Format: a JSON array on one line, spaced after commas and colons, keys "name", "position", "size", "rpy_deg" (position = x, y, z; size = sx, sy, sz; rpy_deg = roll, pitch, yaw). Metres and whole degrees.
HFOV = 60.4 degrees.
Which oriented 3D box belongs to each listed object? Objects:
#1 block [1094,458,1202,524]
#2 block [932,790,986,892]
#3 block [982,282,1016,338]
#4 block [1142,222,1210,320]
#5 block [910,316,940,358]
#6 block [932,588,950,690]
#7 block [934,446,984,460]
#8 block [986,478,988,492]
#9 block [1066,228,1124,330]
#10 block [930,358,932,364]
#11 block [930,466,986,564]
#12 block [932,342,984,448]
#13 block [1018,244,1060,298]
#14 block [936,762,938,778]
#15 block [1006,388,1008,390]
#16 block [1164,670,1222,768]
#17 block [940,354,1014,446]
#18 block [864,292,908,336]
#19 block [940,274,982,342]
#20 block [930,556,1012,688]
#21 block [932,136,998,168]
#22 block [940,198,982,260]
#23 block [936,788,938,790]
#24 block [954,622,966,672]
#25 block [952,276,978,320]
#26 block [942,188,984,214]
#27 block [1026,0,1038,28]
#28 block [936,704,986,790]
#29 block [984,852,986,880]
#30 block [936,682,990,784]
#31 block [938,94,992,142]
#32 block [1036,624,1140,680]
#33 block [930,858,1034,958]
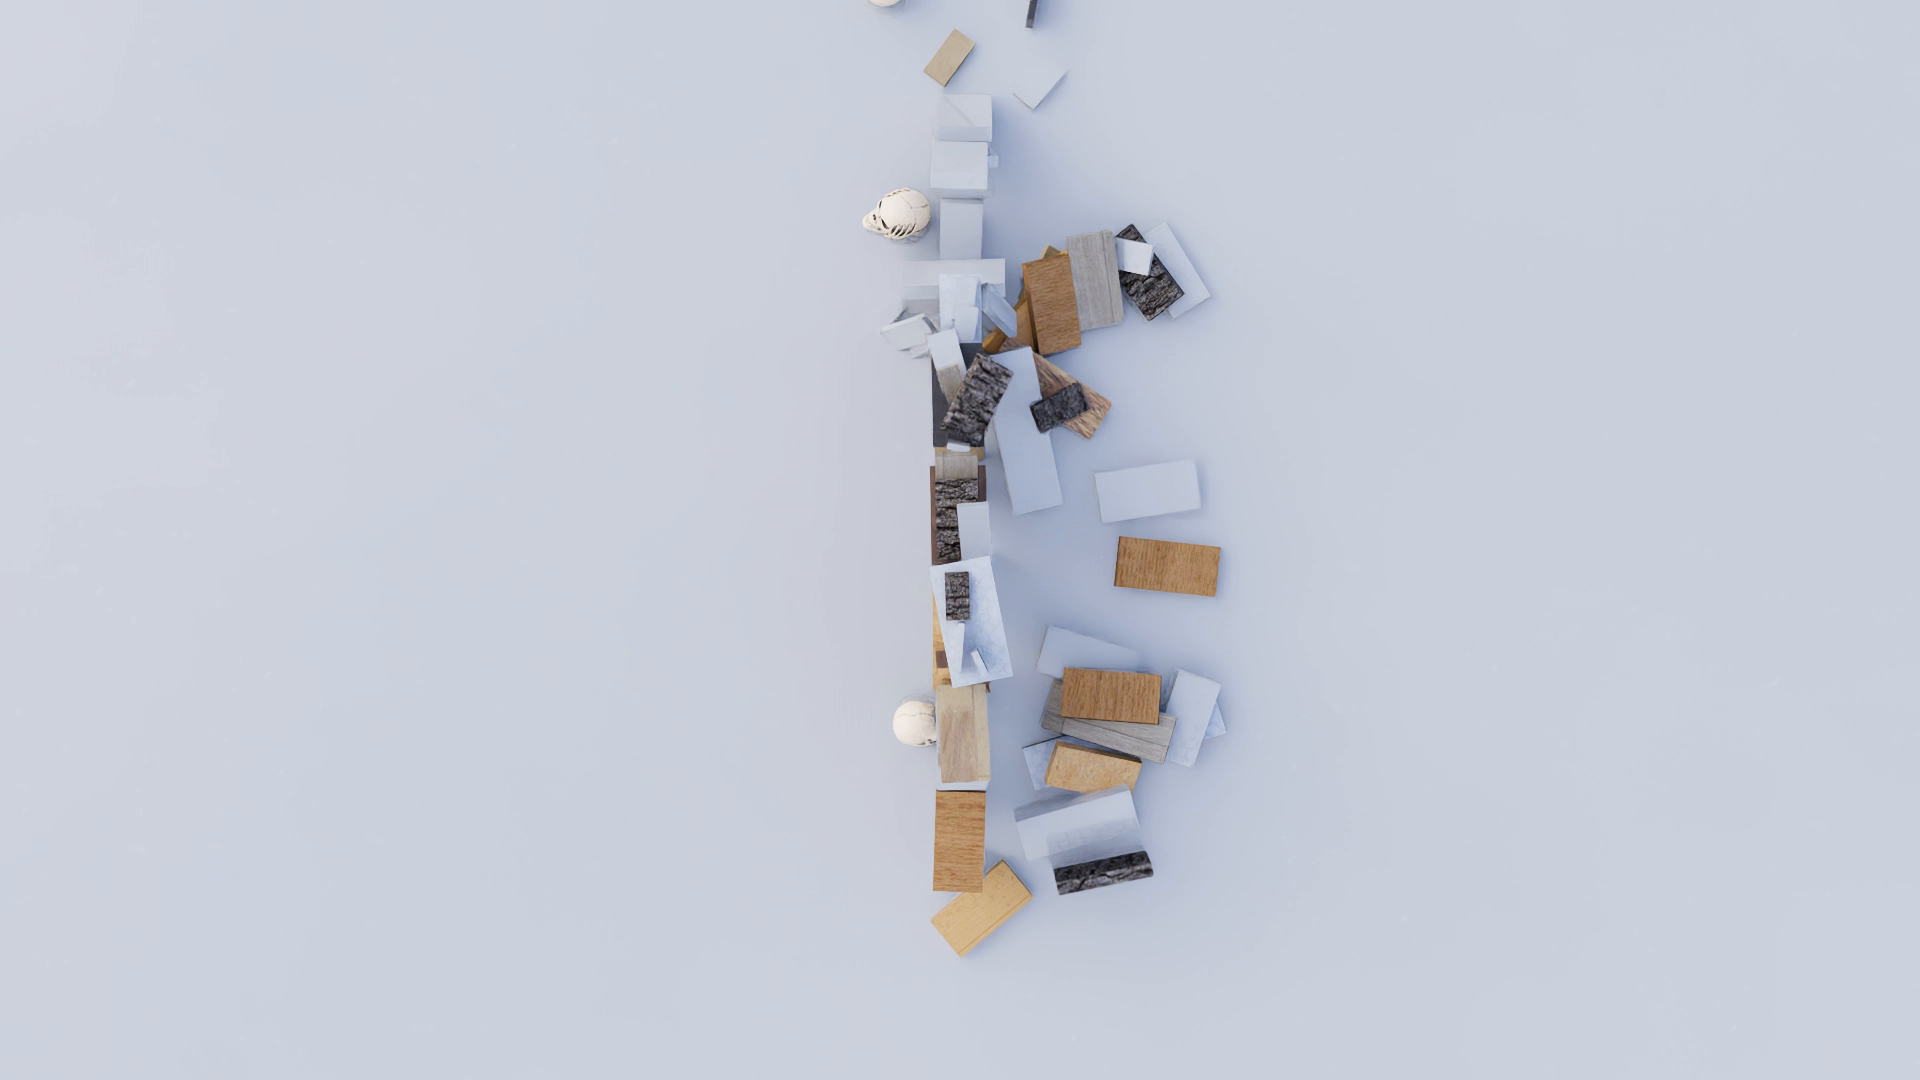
[{"name": "block", "position": [0.622, -0.163, 5.476], "size": [0.333, 0.047, 0.167], "rpy_deg": [-9, 90, 0]}, {"name": "block", "position": [-0.002, 0.942, 5.166], "size": [0.156, 0.044, 0.311], "rpy_deg": [2, 90, 0]}, {"name": "block", "position": [0.125, -0.738, 5.301], "size": [0.027, 0.189, 0.095], "rpy_deg": [-15, 59, 26]}, {"name": "block", "position": [0.694, -0.894, 5.480], "size": [0.144, 0.041, 0.288], "rpy_deg": [-31, 90, 0]}, {"name": "block", "position": [-0.090, -0.678, 5.449], "size": [0.180, 0.025, 0.090], "rpy_deg": [-21, 90, 26]}, {"name": "block", "position": [0.002, 0.294, 5.130], "size": [0.173, 0.049, 0.346], "rpy_deg": [0, 90, 0]}, {"name": "block", "position": [-0.002, -0.316, 5.338], "size": [0.160, 0.320, 0.045], "rpy_deg": [0, 80, 0]}, {"name": "block", "position": [-0.002, -0.172, 5.327], "size": [0.173, 0.347, 0.049], "rpy_deg": [0, 90, 0]}, {"name": "block", "position": [0.443, -0.854, 5.408], "size": [0.152, 0.043, 0.303], "rpy_deg": [-10, 112, -1]}, {"name": "block", "position": [-0.010, -0.529, 5.338], "size": [0.160, 0.320, 0.045], "rpy_deg": [-2, 80, 0]}, {"name": "block", "position": [-0.004, -0.057, 5.129], "size": [0.173, 0.049, 0.346], "rpy_deg": [-1, 90, 0]}, {"name": "block", "position": [-0.007, -0.452, 5.154], "size": [0.160, 0.045, 0.320], "rpy_deg": [-1, 90, 0]}, {"name": "block", "position": [0.282, -0.866, 5.454], "size": [0.099, 0.028, 0.198], "rpy_deg": [26, 97, -26]}, {"name": "block", "position": [0.003, 0.728, 5.346], "size": [0.154, 0.308, 0.044], "rpy_deg": [-1, 90, 0]}, {"name": "block", "position": [0.076, -0.461, 5.111], "size": [0.136, 0.019, 0.068], "rpy_deg": [-36, 119, -13]}, {"name": "block", "position": [0.743, 0.589, 5.438], "size": [0.145, 0.041, 0.291], "rpy_deg": [19, 90, 0]}, {"name": "block", "position": [0.053, -0.431, 5.076], "size": [0.127, 0.036, 0.255], "rpy_deg": [25, 94, -31]}, {"name": "block", "position": [-0.245, -0.752, 5.491], "size": [0.067, 0.019, 0.134], "rpy_deg": [44, 90, 0]}, {"name": "block", "position": [0.002, -0.708, 5.219], "size": [0.131, 0.037, 0.261], "rpy_deg": [-1, 90, 0]}, {"name": "block", "position": [0.032, 0.233, 4.728], "size": [0.176, 0.050, 0.351], "rpy_deg": [-11, 90, 0]}, {"name": "block", "position": [0.015, -1.264, 5.360], "size": [0.135, 0.270, 0.038], "rpy_deg": [-8, 121, -17]}, {"name": "block", "position": [0.003, -0.985, 5.403], "size": [0.135, 0.038, 0.270], "rpy_deg": [2, 127, 0]}, {"name": "block", "position": [0.002, 0.839, 5.344], "size": [0.156, 0.311, 0.044], "rpy_deg": [2, 90, 0]}, {"name": "block", "position": [-0.001, 0.303, 4.669], "size": [0.020, 0.069, 0.138], "rpy_deg": [5, 90, 0]}, {"name": "block", "position": [0.013, -0.756, 5.191], "size": [0.067, 0.019, 0.134], "rpy_deg": [7, 90, 0]}, {"name": "block", "position": [0.009, -1.111, 5.369], "size": [0.135, 0.270, 0.038], "rpy_deg": [2, 66, 0]}, {"name": "block", "position": [0.247, -1.793, 5.457], "size": [0.024, 0.086, 0.173], "rpy_deg": [11, 90, 0]}, {"name": "block", "position": [0.004, 0.626, 5.170], "size": [0.154, 0.044, 0.308], "rpy_deg": [-1, 90, 0]}, {"name": "block", "position": [0.004, 1.045, 5.344], "size": [0.156, 0.311, 0.044], "rpy_deg": [0, 90, 0]}, {"name": "block", "position": [0.010, 0.559, 4.797], "size": [0.144, 0.041, 0.287], "rpy_deg": [-3, 90, 0]}, {"name": "block", "position": [0.017, -1.369, 5.342], "size": [0.171, 0.341, 0.048], "rpy_deg": [1, 122, 0]}, {"name": "block", "position": [0.425, 0.402, 5.478], "size": [0.317, 0.045, 0.158], "rpy_deg": [16, 90, 0]}, {"name": "block", "position": [0.072, 1.223, 5.478], "size": [0.313, 0.044, 0.157], "rpy_deg": [-40, 90, 0]}]
